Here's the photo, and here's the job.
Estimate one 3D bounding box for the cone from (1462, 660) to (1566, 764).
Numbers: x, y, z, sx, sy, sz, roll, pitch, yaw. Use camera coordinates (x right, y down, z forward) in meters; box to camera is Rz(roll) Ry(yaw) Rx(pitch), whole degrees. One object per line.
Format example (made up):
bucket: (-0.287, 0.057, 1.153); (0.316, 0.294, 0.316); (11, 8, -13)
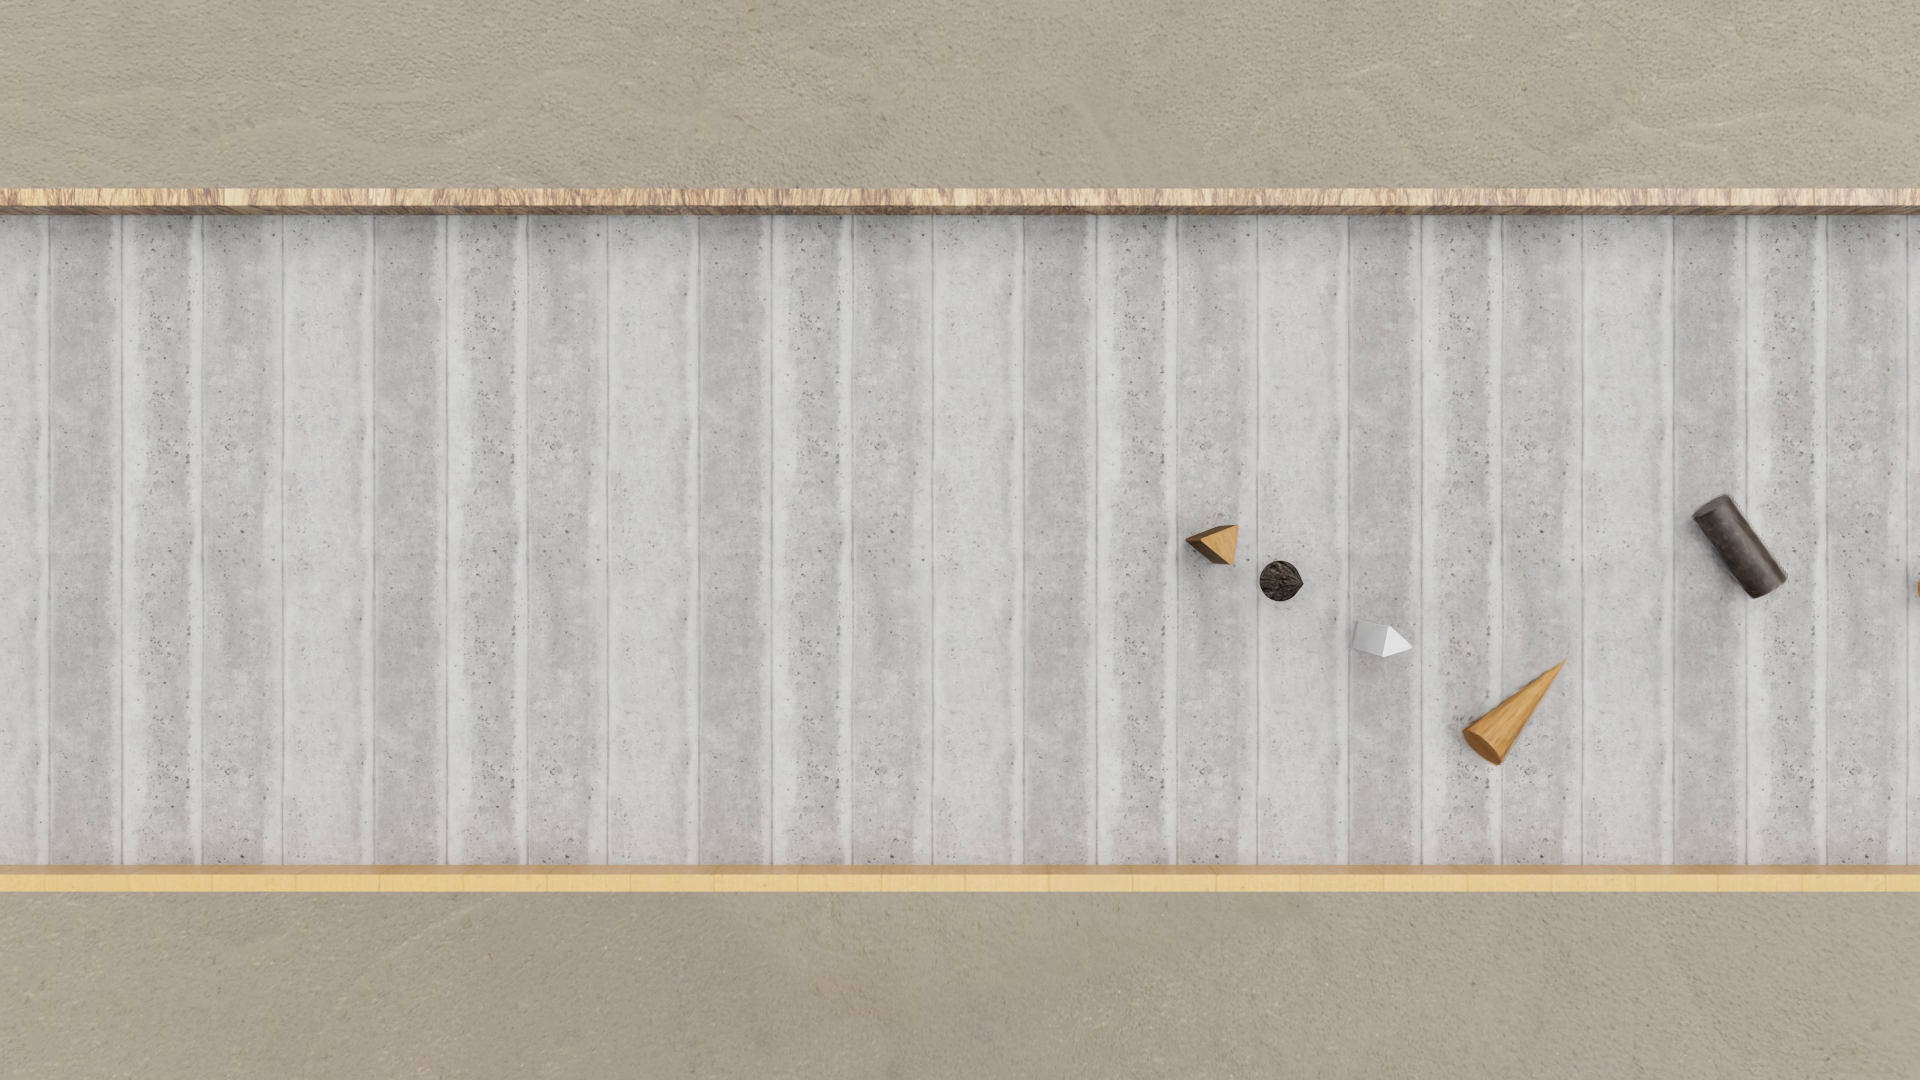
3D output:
cone: (1.726, 0.494, 5.041); (0.398, 0.144, 0.144); (-43, 90, -10)

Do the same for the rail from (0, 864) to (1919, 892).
rail: (-2.247, 1.025, 5.001); (12.000, 0.150, 0.050); (0, 90, 0)

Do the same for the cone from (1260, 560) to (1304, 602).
cone: (0.985, 0.126, 4.900); (0.126, 0.353, 0.126); (0, 90, 0)

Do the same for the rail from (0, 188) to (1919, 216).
rail: (-2.247, -1.025, 5.002); (12.000, 0.150, 0.050); (0, 90, 0)

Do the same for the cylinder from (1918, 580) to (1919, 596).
cylinder: (3.153, 0.100, 4.995); (0.430, 0.164, 0.164); (-24, 90, 0)

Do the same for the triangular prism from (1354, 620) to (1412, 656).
triangular prism: (1.239, 0.284, 4.896); (0.088, 0.361, 0.076); (-18, 90, 0)

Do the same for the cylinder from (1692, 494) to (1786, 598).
cylinder: (2.371, 0.020, 5.018); (0.118, 0.118, 0.303); (-35, 90, 0)

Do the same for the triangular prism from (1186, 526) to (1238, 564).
triangular prism: (0.769, -0.004, 4.910); (0.115, 0.332, 0.100); (39, 90, 0)
